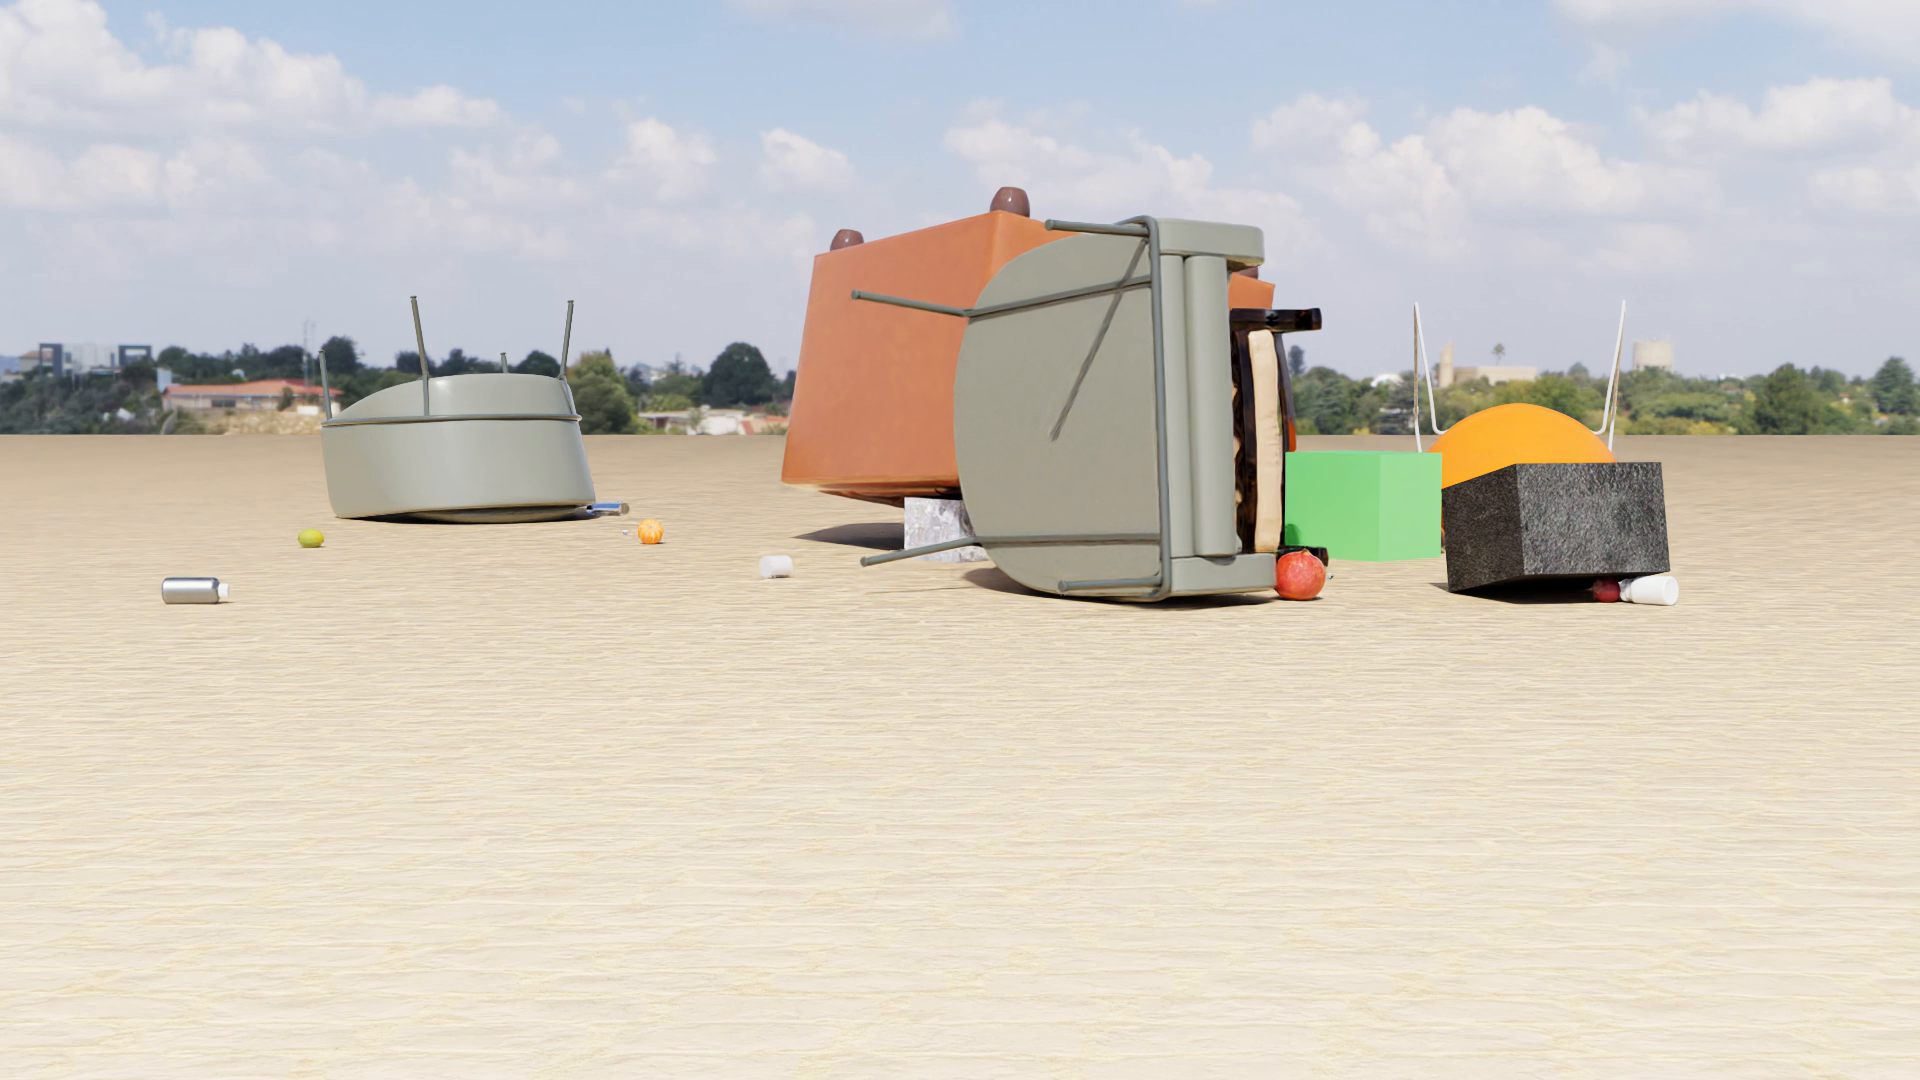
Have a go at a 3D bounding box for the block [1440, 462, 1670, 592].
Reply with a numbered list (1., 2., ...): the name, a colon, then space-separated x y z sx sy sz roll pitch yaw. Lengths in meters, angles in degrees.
1. block: 1.275 -0.024 4.736 0.334 0.231 0.353 -1 -7 -13

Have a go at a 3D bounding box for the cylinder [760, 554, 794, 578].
1. cylinder: -0.439 0.064 5.242 0.056 0.051 0.062 -14 18 -37

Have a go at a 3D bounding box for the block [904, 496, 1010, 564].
1. block: -0.007 -0.031 5.802 0.193 0.162 0.200 4 5 42

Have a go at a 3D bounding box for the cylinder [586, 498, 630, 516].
1. cylinder: -1.251 -0.110 7.816 0.118 0.046 0.121 -20 -11 15

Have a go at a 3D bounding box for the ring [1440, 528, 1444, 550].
1. ring: 1.228 -0.010 6.112 0.196 0.082 0.345 -2 5 -19

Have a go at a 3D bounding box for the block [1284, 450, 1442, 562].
1. block: 1.082 -0.096 5.909 0.260 0.278 0.321 -3 5 -40
